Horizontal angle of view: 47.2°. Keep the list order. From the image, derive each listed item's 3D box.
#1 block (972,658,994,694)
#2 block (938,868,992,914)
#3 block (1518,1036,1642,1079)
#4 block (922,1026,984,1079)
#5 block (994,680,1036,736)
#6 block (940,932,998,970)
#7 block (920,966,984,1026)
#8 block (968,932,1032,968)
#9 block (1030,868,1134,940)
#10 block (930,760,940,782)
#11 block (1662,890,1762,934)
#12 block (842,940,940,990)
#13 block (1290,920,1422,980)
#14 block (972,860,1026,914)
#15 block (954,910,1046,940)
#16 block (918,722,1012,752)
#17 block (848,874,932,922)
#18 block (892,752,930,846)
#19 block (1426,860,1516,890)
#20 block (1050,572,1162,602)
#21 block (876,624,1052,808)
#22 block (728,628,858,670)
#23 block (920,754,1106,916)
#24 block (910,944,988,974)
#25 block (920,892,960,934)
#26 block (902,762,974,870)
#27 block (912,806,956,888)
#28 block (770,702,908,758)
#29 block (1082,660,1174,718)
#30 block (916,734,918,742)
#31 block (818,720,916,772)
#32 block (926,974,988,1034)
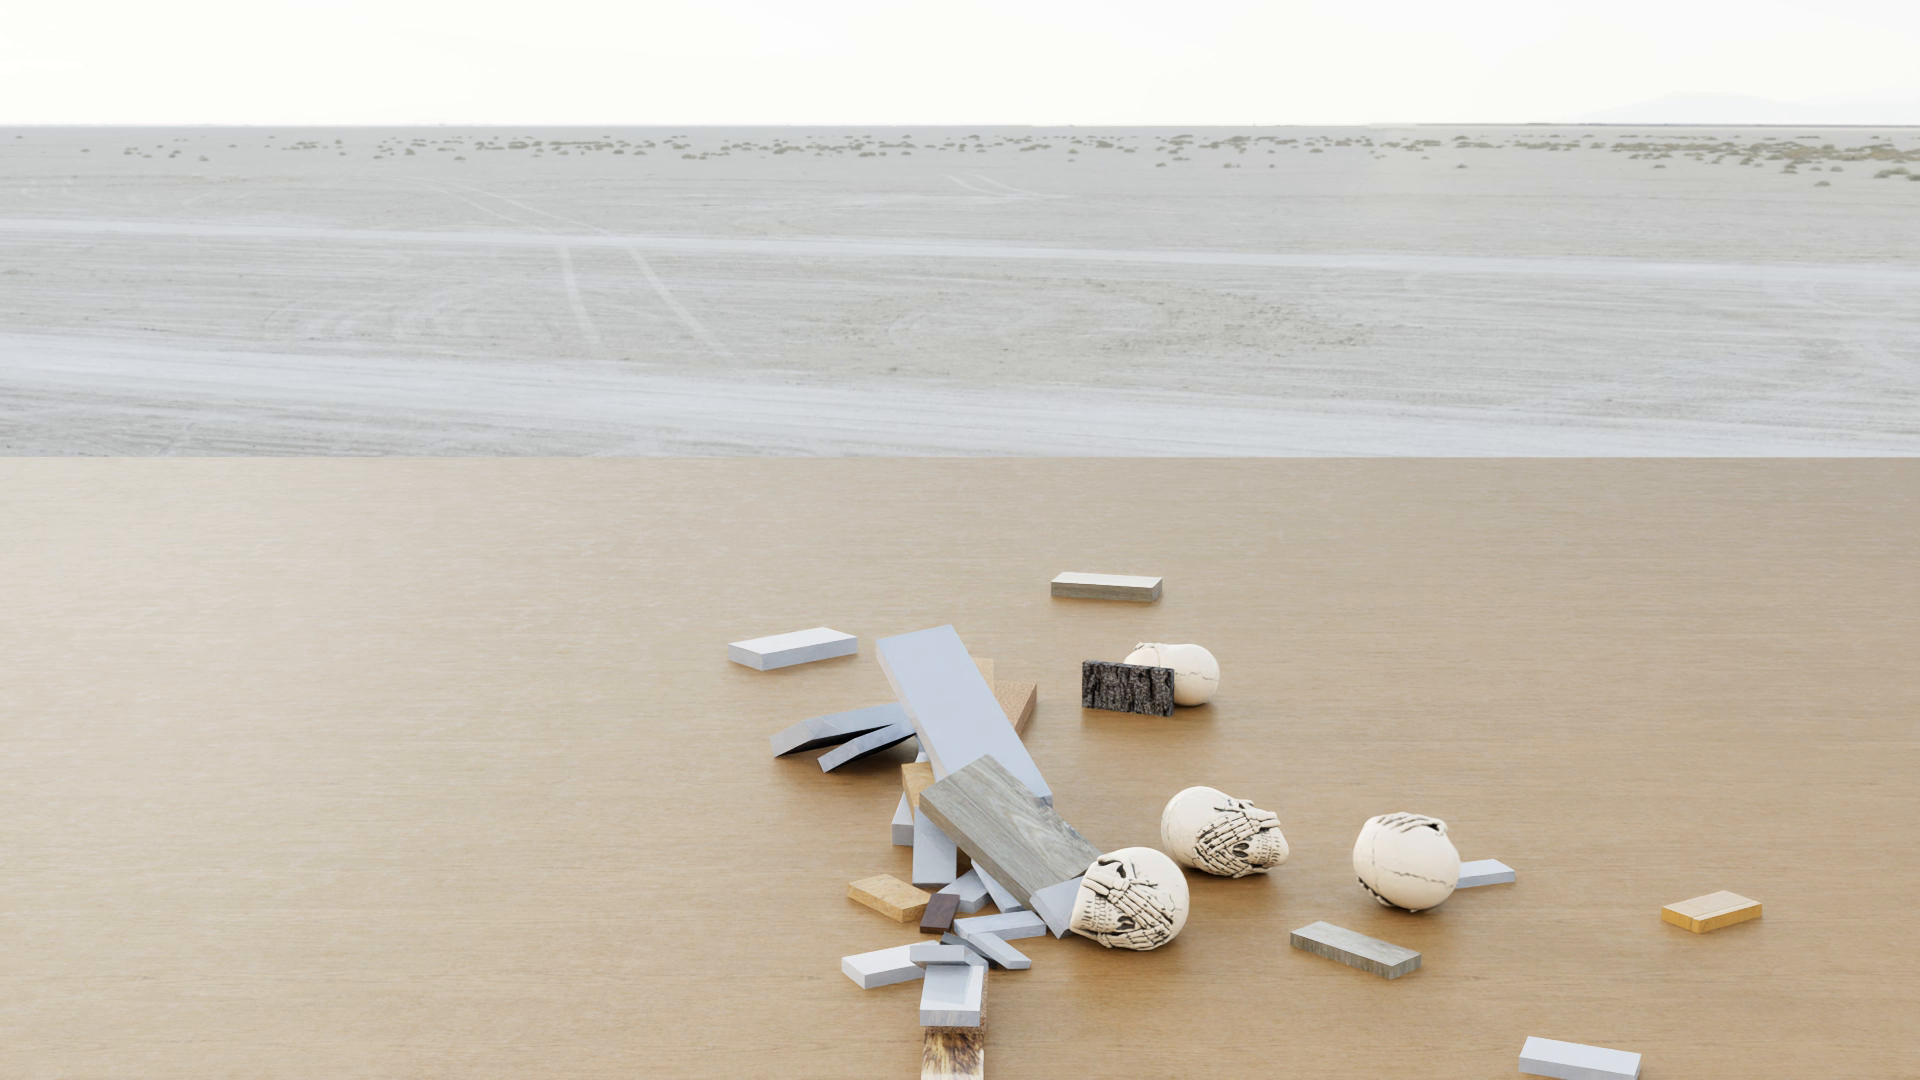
[{"bbox_3d":[0.008,0.288,4.192,0.109,0.031,0.219,5,25,-2],"label":"block"},{"bbox_3d":[0.021,0.583,3.652,0.073,0.021,0.146,5,12,26],"label":"block"},{"bbox_3d":[0.839,0.708,2.977,0.150,0.021,0.075,5,11,23],"label":"block"},{"bbox_3d":[-0.010,0.713,2.942,0.082,0.023,0.485,0,11,1],"label":"block"},{"bbox_3d":[0.036,0.413,4.515,0.141,0.040,0.858,2,11,9],"label":"block"},{"bbox_3d":[0.015,0.626,3.354,0.094,0.013,0.047,19,9,4],"label":"block"},{"bbox_3d":[-0.010,0.639,3.088,0.082,0.023,0.164,0,11,2],"label":"block"},{"bbox_3d":[0.061,0.627,3.356,0.047,0.013,0.094,10,12,-44],"label":"block"},{"bbox_3d":[0.197,0.583,3.528,0.163,0.023,0.081,-9,49,-41],"label":"block"},{"bbox_3d":[0.001,0.381,3.952,0.109,0.031,0.396,-5,33,-7],"label":"block"},{"bbox_3d":[1.216,0.600,3.555,0.150,0.021,0.075,-6,12,-31],"label":"block"},{"bbox_3d":[-0.091,0.642,3.329,0.158,0.022,0.079,-6,12,-28],"label":"block"},{"bbox_3d":[0.609,0.631,3.390,0.075,0.021,0.193,-10,14,-42],"label":"block"},{"bbox_3d":[0.076,0.563,3.617,0.066,0.019,0.131,-7,37,-25],"label":"block"},{"bbox_3d":[0.063,0.614,3.487,0.131,0.019,0.066,-4,11,-19],"label":"block"},{"bbox_3d":[0.013,0.374,4.181,0.151,0.043,0.301,2,-1,5],"label":"block"},{"bbox_3d":[-0.109,0.588,3.617,0.079,0.022,0.157,-8,13,-36],"label":"block"},{"bbox_3d":[-0.022,0.470,4.037,0.151,0.043,0.302,2,22,9],"label":"block"},{"bbox_3d":[0.868,0.568,3.737,0.131,0.019,0.066,-4,11,-19],"label":"block"},{"bbox_3d":[0.404,0.128,6.045,0.282,0.040,0.141,3,11,16],"label":"block"},{"bbox_3d":[0.000,0.329,3.965,0.151,0.043,0.543,-11,34,-15],"label":"block"},{"bbox_3d":[-0.404,0.262,5.325,0.282,0.040,0.141,-9,14,-39],"label":"block"},{"bbox_3d":[0.085,0.487,3.656,0.151,0.043,0.302,-27,47,-30],"label":"block"},{"bbox_3d":[-0.015,0.616,3.214,0.079,0.022,0.188,-2,-18,11],"label":"block"},{"bbox_3d":[-0.031,0.598,3.522,0.047,0.013,0.094,2,26,11],"label":"block"},{"bbox_3d":[-0.007,0.481,3.891,0.151,0.043,0.301,-6,24,-8],"label":"block"},{"bbox_3d":[-0.042,0.520,3.728,0.073,0.021,0.146,0,54,1],"label":"block"},{"bbox_3d":[-0.222,0.382,4.502,0.301,0.043,0.151,-8,-13,-36],"label":"block"},{"bbox_3d":[0.368,0.325,4.819,0.203,0.102,0.029,5,12,24],"label":"block"},{"bbox_3d":[-0.042,0.382,4.488,0.102,0.029,0.203,-34,4,-2],"label":"block"},{"bbox_3d":[-0.173,0.408,4.414,0.109,0.031,0.219,-31,-10,37],"label":"block"},{"bbox_3d":[-0.003,0.656,3.121,0.082,0.023,0.164,0,11,2],"label":"block"}]
